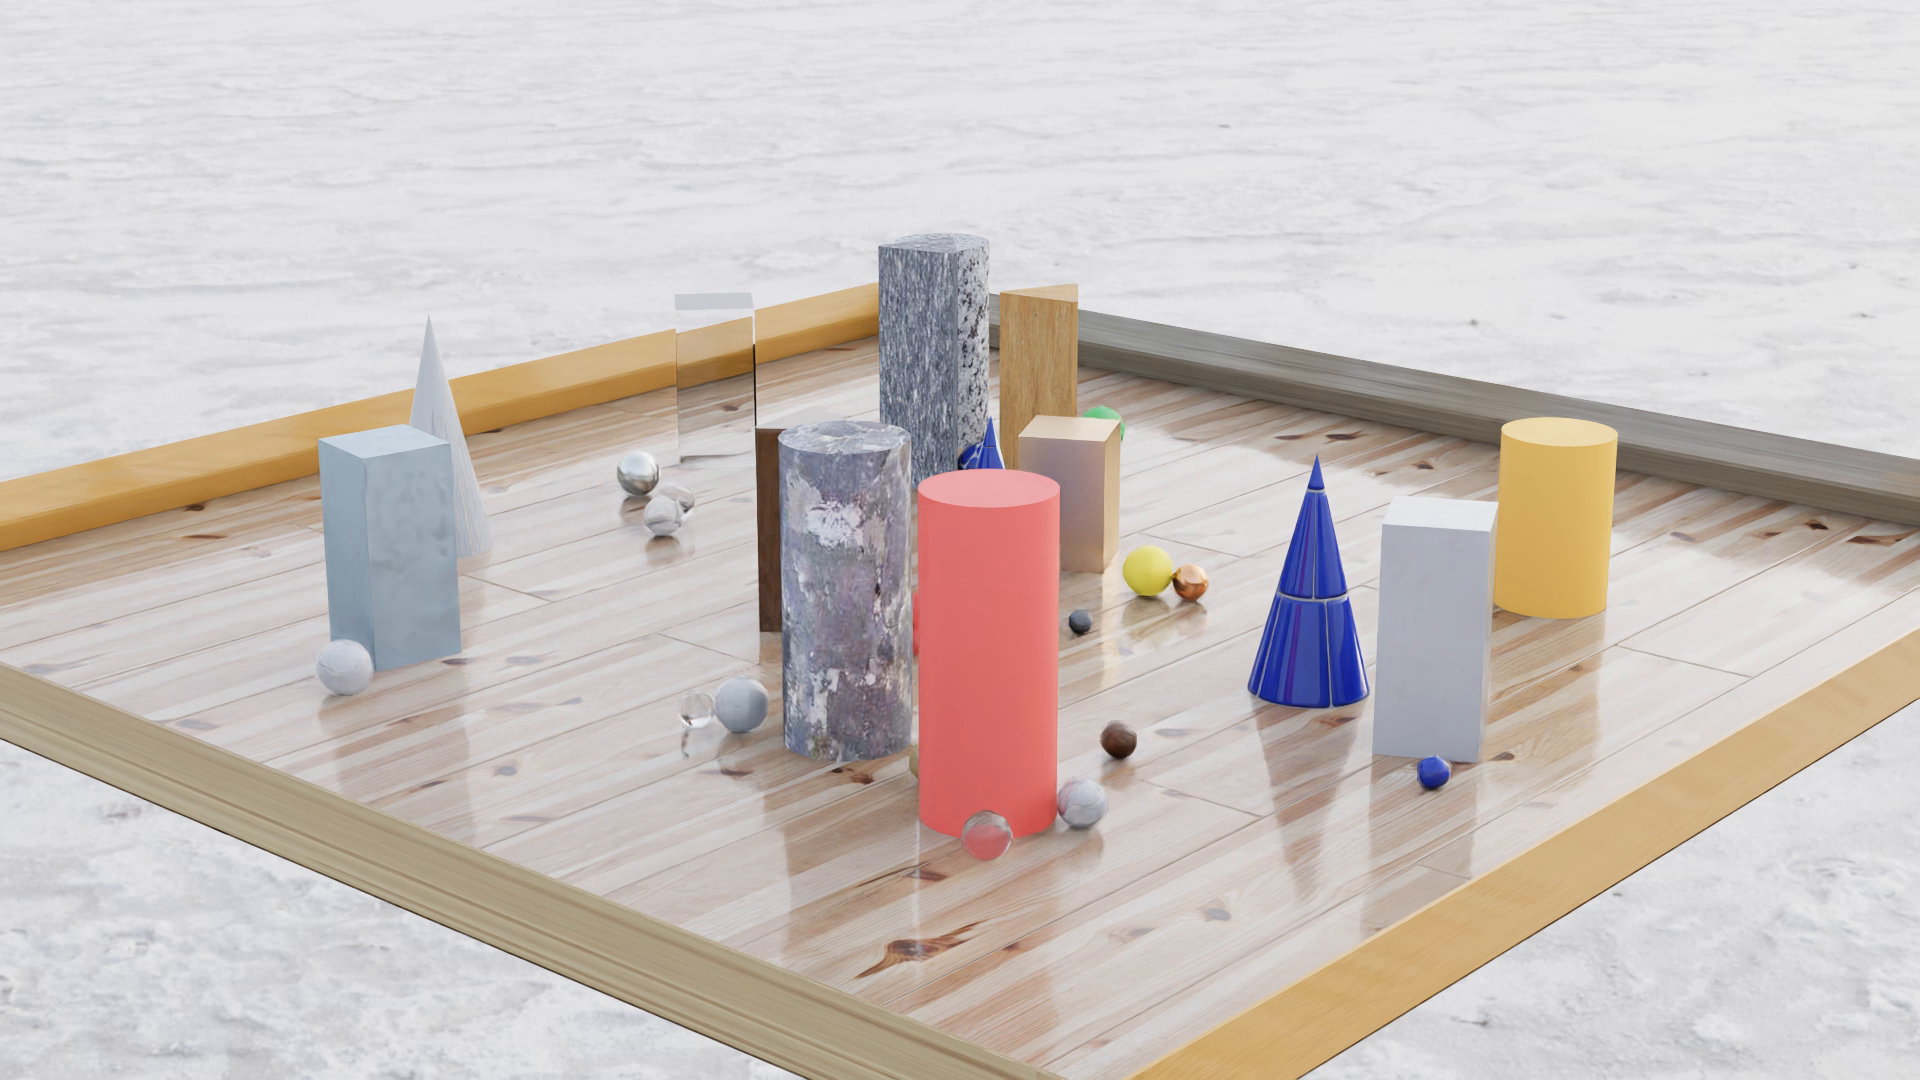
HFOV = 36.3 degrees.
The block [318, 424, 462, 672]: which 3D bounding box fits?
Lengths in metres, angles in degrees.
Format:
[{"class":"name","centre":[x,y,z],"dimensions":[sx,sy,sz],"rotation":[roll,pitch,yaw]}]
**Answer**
[{"class":"block","centre":[-0.932,0.011,4.794],"dimensions":[0.157,0.358,0.157],"rotation":[-13,21,-37]}]

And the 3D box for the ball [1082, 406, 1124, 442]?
[{"class":"ball","centre":[0.291,-0.227,6.033],"dimensions":[0.097,0.097,0.097],"rotation":[0,17,0]}]

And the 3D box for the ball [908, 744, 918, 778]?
[{"class":"ball","centre":[-0.043,0.322,4.271],"dimensions":[0.064,0.064,0.064],"rotation":[0,17,0]}]

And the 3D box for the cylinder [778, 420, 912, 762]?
[{"class":"cylinder","centre":[-0.170,0.075,4.382],"dimensions":[0.196,0.473,0.196],"rotation":[0,17,0]}]

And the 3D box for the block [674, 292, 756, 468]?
[{"class":"block","centre":[-0.497,-0.326,5.963],"dimensions":[0.157,0.327,0.157],"rotation":[-2,17,-6]}]

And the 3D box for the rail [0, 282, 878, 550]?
[{"class":"rail","centre":[-1.113,-0.247,6.045],"dimensions":[0.045,0.127,3.000],"rotation":[14,22,39]}]

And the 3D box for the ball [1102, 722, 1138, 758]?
[{"class":"ball","centre":[0.237,0.298,4.368],"dimensions":[0.055,0.055,0.055],"rotation":[0,17,0]}]

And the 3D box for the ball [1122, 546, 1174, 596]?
[{"class":"ball","centre":[0.329,0.054,5.118],"dimensions":[0.089,0.089,0.089],"rotation":[0,17,0]}]

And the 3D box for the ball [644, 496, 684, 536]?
[{"class":"ball","centre":[-0.554,-0.045,5.471],"dimensions":[0.074,0.074,0.074],"rotation":[0,17,0]}]

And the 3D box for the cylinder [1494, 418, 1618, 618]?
[{"class":"cylinder","centre":[1.024,-0.040,5.054],"dimensions":[0.196,0.304,0.196],"rotation":[0,17,0]}]

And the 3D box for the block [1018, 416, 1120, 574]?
[{"class":"block","centre":[0.198,-0.084,5.303],"dimensions":[0.157,0.245,0.157],"rotation":[4,17,13]}]

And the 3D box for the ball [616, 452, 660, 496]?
[{"class":"ball","centre":[-0.628,-0.130,5.732],"dimensions":[0.086,0.086,0.086],"rotation":[0,17,0]}]

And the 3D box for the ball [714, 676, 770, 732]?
[{"class":"ball","centre":[-0.333,0.250,4.471],"dimensions":[0.086,0.086,0.086],"rotation":[0,17,0]}]

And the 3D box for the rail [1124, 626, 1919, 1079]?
[{"class":"rail","centre":[1.113,0.311,4.195],"dimensions":[0.045,0.127,3.000],"rotation":[14,22,39]}]

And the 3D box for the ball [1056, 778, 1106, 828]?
[{"class":"ball","centre":[0.170,0.368,4.107],"dimensions":[0.071,0.071,0.071],"rotation":[0,17,0]}]

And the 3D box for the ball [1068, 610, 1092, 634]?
[{"class":"ball","centre":[0.203,0.137,4.925],"dimensions":[0.041,0.041,0.041],"rotation":[0,17,0]}]

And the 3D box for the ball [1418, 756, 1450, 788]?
[{"class":"ball","centre":[0.688,0.337,4.252],"dimensions":[0.047,0.047,0.047],"rotation":[0,17,0]}]

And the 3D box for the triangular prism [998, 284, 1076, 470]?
[{"class":"triangular prism","centre":[0.187,-0.288,5.707],"dimensions":[0.169,0.403,0.147],"rotation":[10,20,31]}]

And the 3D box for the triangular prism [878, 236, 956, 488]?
[{"class":"triangular prism","centre":[-0.051,-0.350,5.782],"dimensions":[0.169,0.478,0.147],"rotation":[8,19,26]}]

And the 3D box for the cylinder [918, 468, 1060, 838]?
[{"class":"cylinder","centre":[0.040,0.158,4.092],"dimensions":[0.196,0.481,0.196],"rotation":[0,17,0]}]

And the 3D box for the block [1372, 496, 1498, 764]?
[{"class":"block","centre":[0.712,0.132,4.390],"dimensions":[0.157,0.359,0.157],"rotation":[4,17,14]}]

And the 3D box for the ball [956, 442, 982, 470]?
[{"class":"ball","centre":[0.041,-0.145,5.770],"dimensions":[0.093,0.093,0.093],"rotation":[0,17,0]}]

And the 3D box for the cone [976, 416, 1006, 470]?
[{"class":"cone","centre":[0.051,-0.037,4.949],"dimensions":[0.196,0.361,0.196],"rotation":[0,17,0]}]

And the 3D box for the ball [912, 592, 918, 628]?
[{"class":"ball","centre":[-0.051,0.121,4.911],"dimensions":[0.080,0.080,0.080],"rotation":[0,17,0]}]

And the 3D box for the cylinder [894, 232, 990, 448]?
[{"class":"cylinder","centre":[-0.037,-0.417,6.111],"dimensions":[0.196,0.416,0.196],"rotation":[0,17,0]}]

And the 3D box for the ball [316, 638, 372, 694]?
[{"class":"ball","centre":[-0.974,0.200,4.635],"dimensions":[0.087,0.087,0.087],"rotation":[0,17,0]}]

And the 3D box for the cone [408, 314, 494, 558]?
[{"class":"cone","centre":[-0.959,-0.201,5.357],"dimensions":[0.196,0.437,0.196],"rotation":[0,17,0]}]

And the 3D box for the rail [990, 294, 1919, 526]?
[{"class":"rail","centre":[0.968,-0.290,6.187],"dimensions":[2.994,0.127,0.045],"rotation":[14,22,39]}]

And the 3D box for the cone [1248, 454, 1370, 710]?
[{"class":"cone","centre":[0.555,0.051,4.612],"dimensions":[0.196,0.387,0.196],"rotation":[0,17,0]}]

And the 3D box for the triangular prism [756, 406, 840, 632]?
[{"class":"triangular prism","centre":[-0.250,-0.036,4.956],"dimensions":[0.169,0.354,0.147],"rotation":[0,17,2]}]

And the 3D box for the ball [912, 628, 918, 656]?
[{"class":"ball","centre":[-0.059,0.166,4.809],"dimensions":[0.052,0.052,0.052],"rotation":[0,17,0]}]

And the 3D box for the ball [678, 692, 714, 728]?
[{"class":"ball","centre":[-0.404,0.260,4.490],"dimensions":[0.056,0.056,0.056],"rotation":[0,17,0]}]

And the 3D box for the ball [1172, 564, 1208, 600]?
[{"class":"ball","centre":[0.401,0.073,5.098],"dimensions":[0.064,0.064,0.064],"rotation":[0,17,0]}]

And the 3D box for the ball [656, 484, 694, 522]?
[{"class":"ball","centre":[-0.540,-0.069,5.547],"dimensions":[0.076,0.076,0.076],"rotation":[0,17,0]}]

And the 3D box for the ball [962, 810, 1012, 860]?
[{"class":"ball","centre":[0.037,0.403,3.996],"dimensions":[0.068,0.068,0.068],"rotation":[0,17,0]}]

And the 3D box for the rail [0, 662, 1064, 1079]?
[{"class":"rail","centre":[-0.968,0.354,4.053],"dimensions":[2.994,0.127,0.045],"rotation":[14,22,39]}]
